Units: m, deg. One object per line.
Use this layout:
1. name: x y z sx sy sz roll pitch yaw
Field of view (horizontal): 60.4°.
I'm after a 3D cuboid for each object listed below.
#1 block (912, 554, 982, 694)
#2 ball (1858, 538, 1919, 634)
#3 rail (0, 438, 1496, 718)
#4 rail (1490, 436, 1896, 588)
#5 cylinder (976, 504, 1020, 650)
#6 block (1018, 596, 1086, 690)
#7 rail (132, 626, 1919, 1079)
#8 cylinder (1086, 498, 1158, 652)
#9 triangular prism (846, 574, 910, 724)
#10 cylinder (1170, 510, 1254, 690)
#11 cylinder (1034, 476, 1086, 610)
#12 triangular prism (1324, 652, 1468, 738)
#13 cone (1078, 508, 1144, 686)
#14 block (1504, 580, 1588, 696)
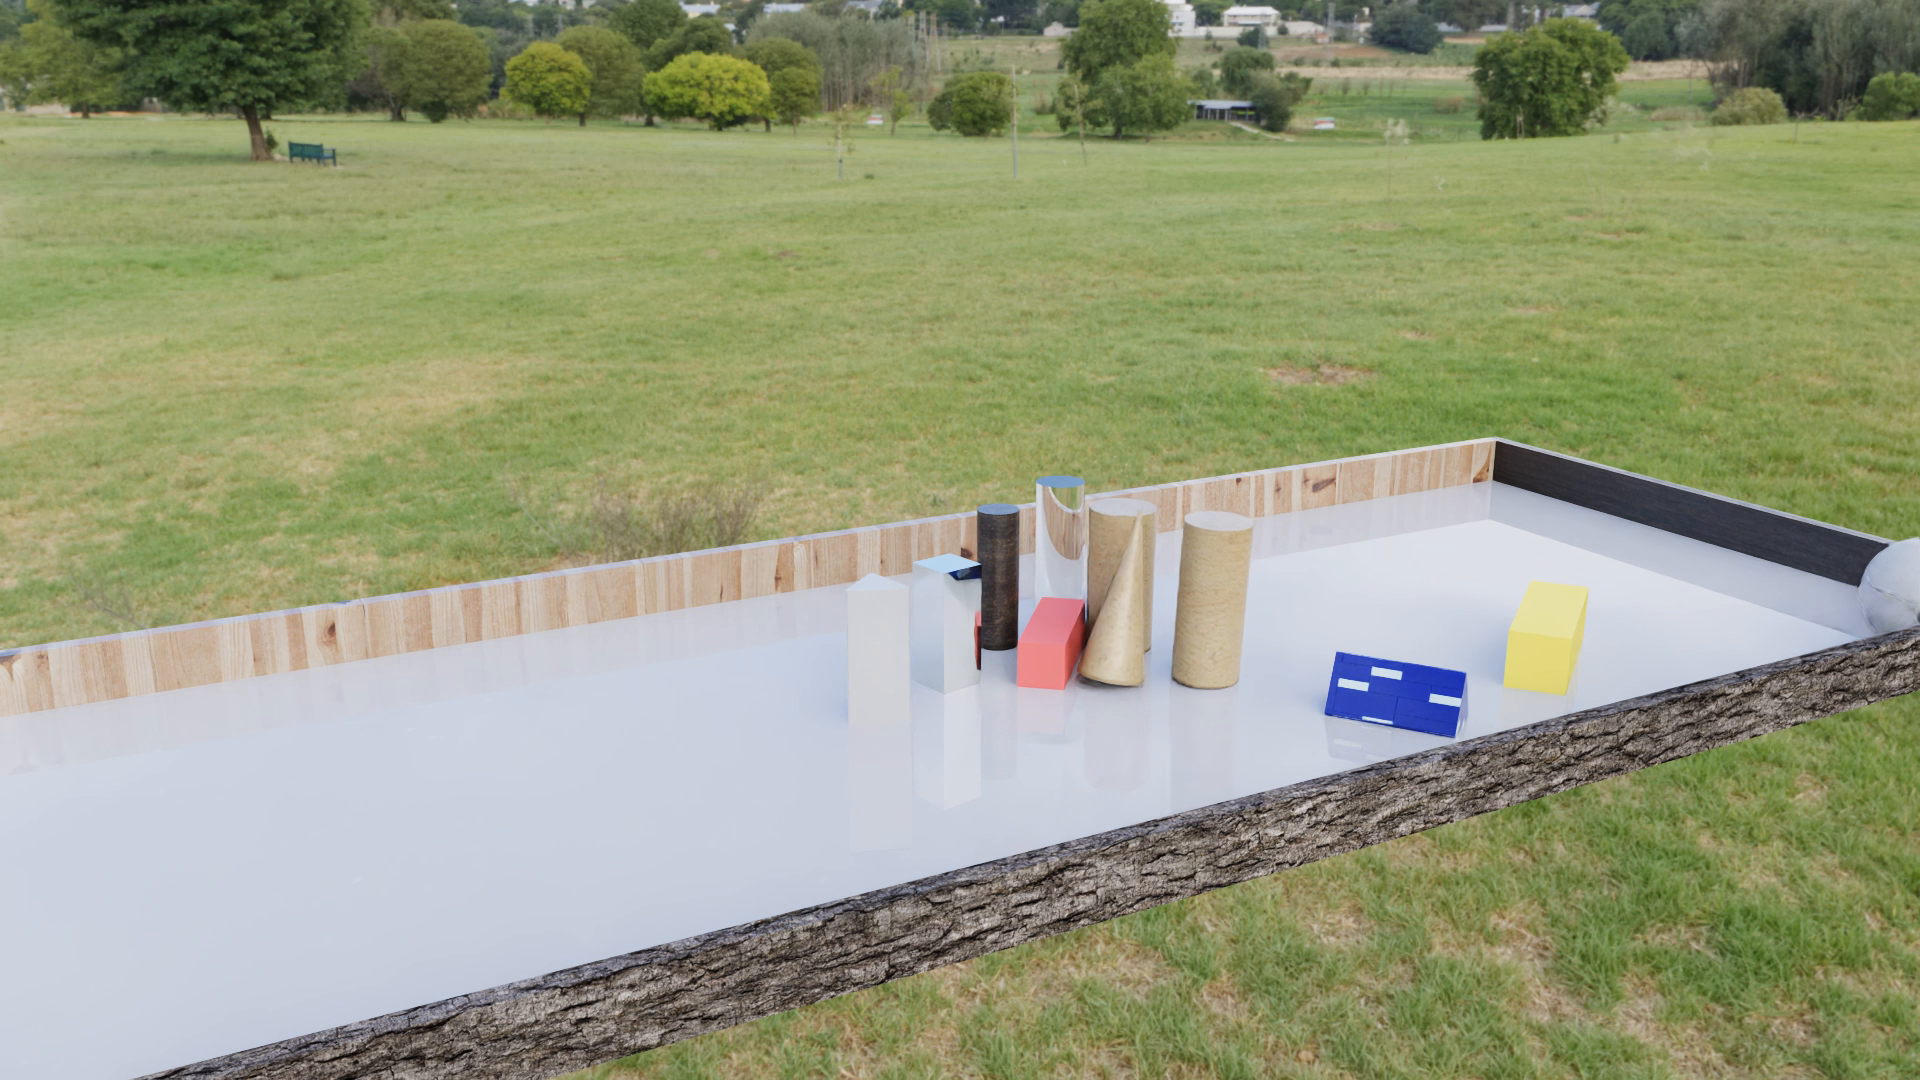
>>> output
1. block: -0.032 0.207 4.098 0.120 0.312 0.120 -13 21 -38
2. ball: 2.536 0.142 4.342 0.298 0.298 0.298 0 16 0
3. rail: -3.305 0.497 3.399 12.000 0.150 0.050 -9 18 -27
4. rail: 2.466 -0.048 5.253 0.050 0.150 2.100 -9 18 -27
5. cylinder: 0.100 0.098 4.358 0.111 0.374 0.111 0 16 0
6. block: 0.239 0.262 4.253 0.118 0.118 0.364 3 17 12
7. rail: -2.336 1.006 1.665 12.000 0.150 0.050 -9 18 -27
8. cylinder: 0.424 0.097 4.344 0.176 0.381 0.176 0 17 0
9. triangular prism: -0.200 0.254 3.905 0.147 0.330 0.127 -3 17 -9
10. cylinder: 0.627 0.149 4.108 0.171 0.411 0.171 2 18 -1
11. cylinder: 0.278 0.021 4.607 0.136 0.381 0.136 0 16 0
12. triangular prism: 1.039 0.351 3.910 0.305 0.133 0.154 8 18 26
13. cone: 0.413 0.128 4.103 0.170 0.436 0.170 9 10 -2
14. block: 1.517 0.246 4.257 0.148 0.148 0.450 8 18 24
